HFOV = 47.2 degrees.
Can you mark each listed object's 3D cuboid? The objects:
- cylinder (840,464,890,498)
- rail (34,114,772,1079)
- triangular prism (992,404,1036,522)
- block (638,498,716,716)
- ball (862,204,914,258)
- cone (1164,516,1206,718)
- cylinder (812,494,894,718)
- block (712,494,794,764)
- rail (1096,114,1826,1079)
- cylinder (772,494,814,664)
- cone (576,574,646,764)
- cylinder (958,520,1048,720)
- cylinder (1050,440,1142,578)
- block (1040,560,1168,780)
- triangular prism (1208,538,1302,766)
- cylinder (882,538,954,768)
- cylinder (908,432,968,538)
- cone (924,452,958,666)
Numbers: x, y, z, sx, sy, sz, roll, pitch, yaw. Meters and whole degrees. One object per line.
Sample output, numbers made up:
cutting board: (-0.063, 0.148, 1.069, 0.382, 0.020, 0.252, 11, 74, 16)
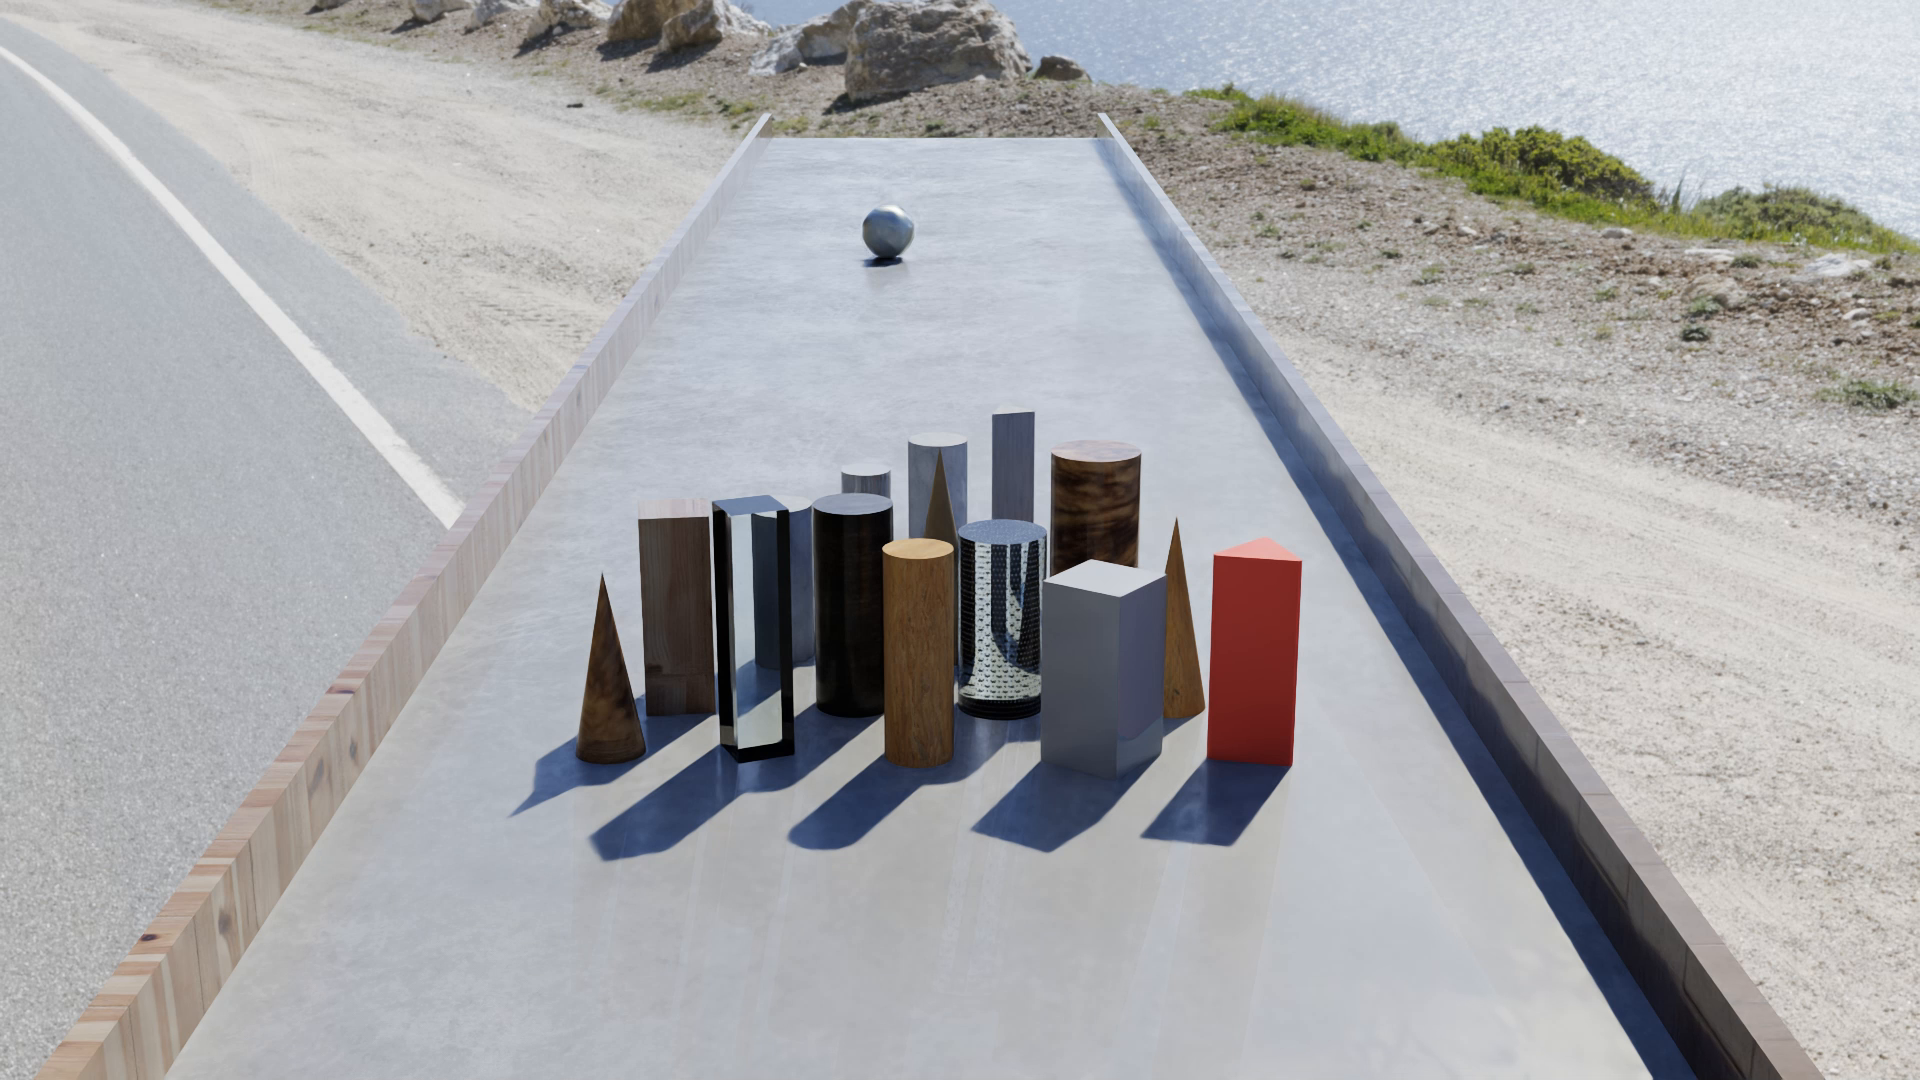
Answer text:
cylinder: (-0.198, 0.004, 4.655, 0.105, 0.318, 0.105, 0, 17, 0)
rail: (-1.118, -0.838, 7.780, 0.050, 0.150, 12.000, 0, 17, -1)
triangular prism: (0.099, -0.054, 4.613, 0.091, 0.454, 0.079, -5, 17, -16)
block: (-0.532, 0.125, 4.132, 0.129, 0.384, 0.129, -2, 17, -8)
ball: (-0.299, -1.287, 9.165, 0.221, 0.221, 0.221, 0, 17, 0)
cone: (0.401, 0.134, 4.116, 0.130, 0.377, 0.130, 0, 17, 0)
cylinder: (-0.198, 0.122, 4.124, 0.150, 0.395, 0.150, 0, 17, 0)
block: (-0.365, 0.158, 3.896, 0.105, 0.456, 0.105, -7, 18, -23)
rail: (0.932, -0.844, 7.801, 0.050, 0.150, 12.000, 0, 17, -1)
cylinder: (-0.360, 0.079, 4.409, 0.133, 0.315, 0.133, 0, 17, 0)
cone: (-0.627, 0.216, 3.903, 0.126, 0.340, 0.126, 0, 17, 0)
cylinder: (0.079, 0.149, 4.127, 0.166, 0.342, 0.166, 0, 17, 0)
cylinder: (0.268, 0.029, 4.381, 0.178, 0.427, 0.178, 0, 17, 0)
block: (0.253, 0.226, 3.878, 0.157, 0.335, 0.157, 11, 20, 34)
triangular prism: (0.529, 0.194, 3.909, 0.150, 0.379, 0.130, 4, 17, 13)
cylinder: (-0.073, 0.199, 3.880, 0.124, 0.386, 0.124, 0, 17, 0)
cylinder: (-0.049, -0.070, 4.906, 0.131, 0.318, 0.131, 0, 17, 0)
cone: (-0.039, 0.022, 4.393, 0.159, 0.433, 0.159, 0, 17, 0)
